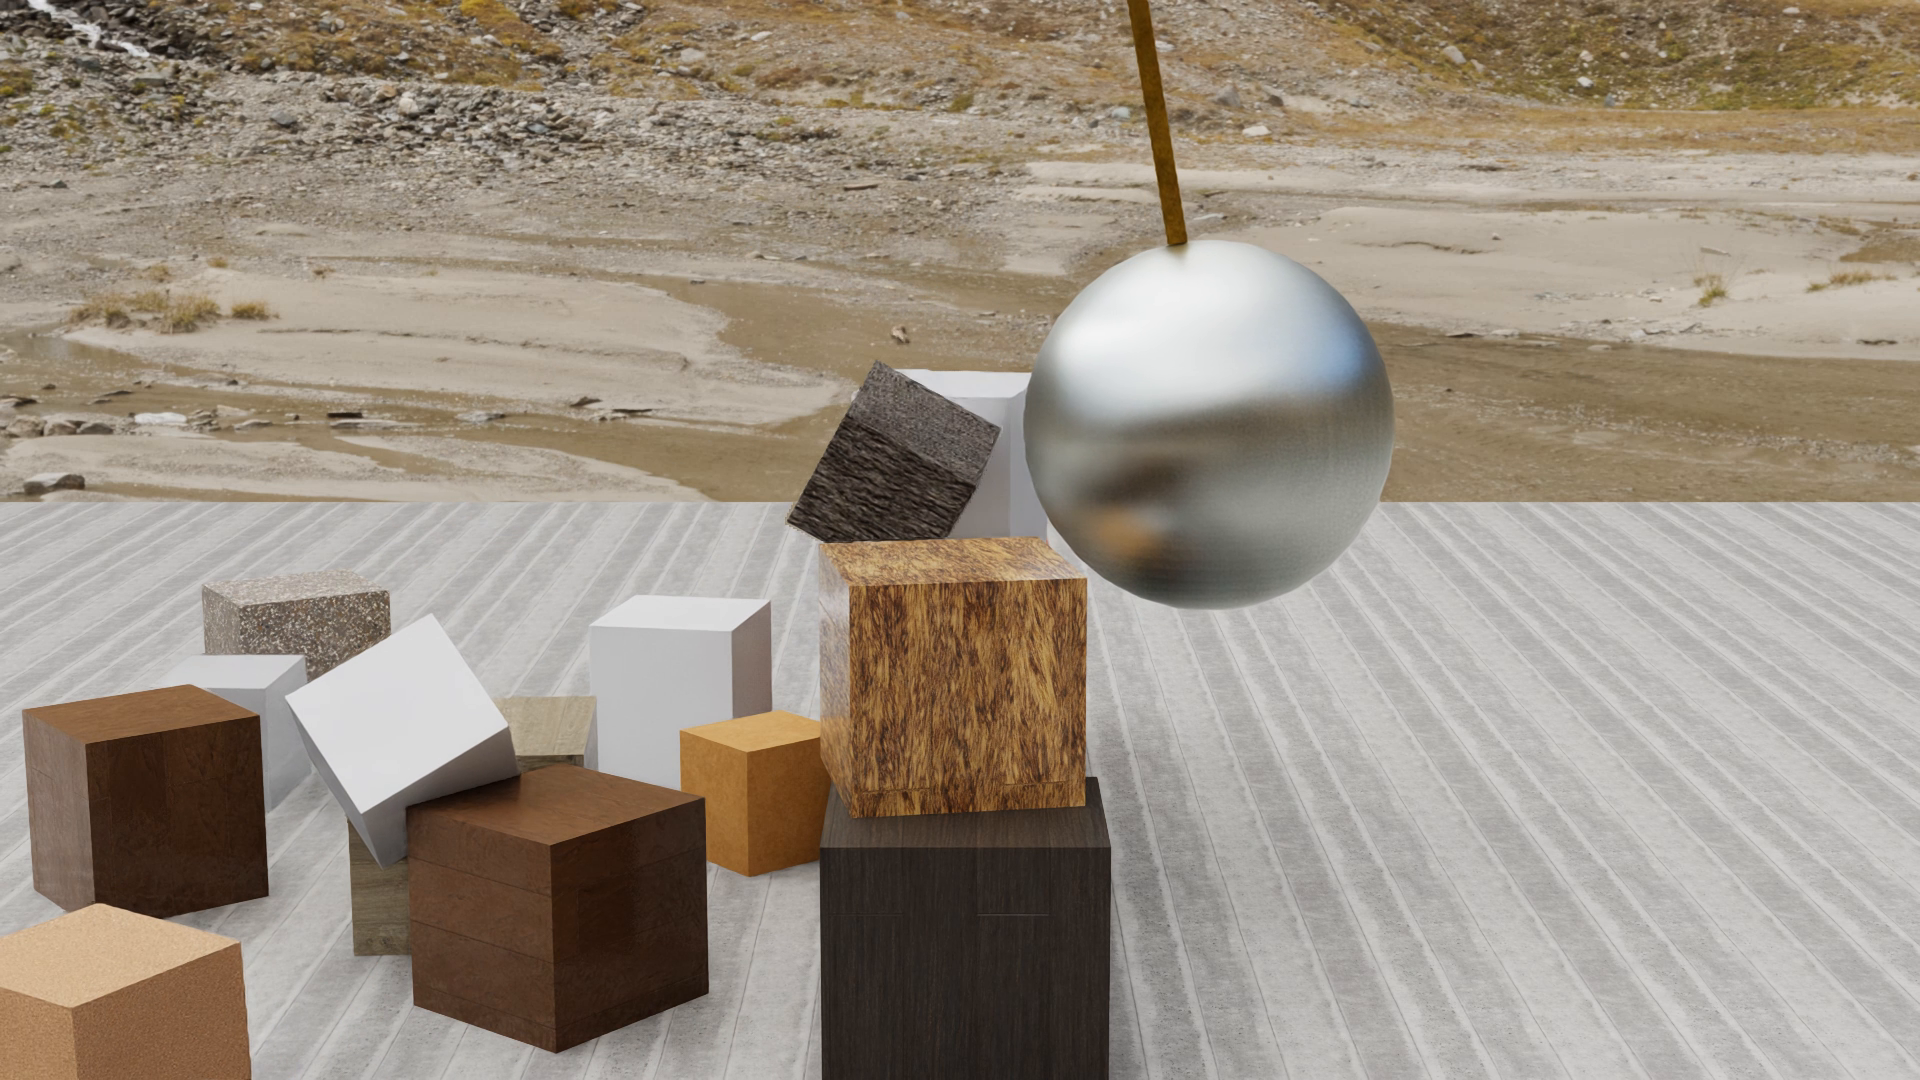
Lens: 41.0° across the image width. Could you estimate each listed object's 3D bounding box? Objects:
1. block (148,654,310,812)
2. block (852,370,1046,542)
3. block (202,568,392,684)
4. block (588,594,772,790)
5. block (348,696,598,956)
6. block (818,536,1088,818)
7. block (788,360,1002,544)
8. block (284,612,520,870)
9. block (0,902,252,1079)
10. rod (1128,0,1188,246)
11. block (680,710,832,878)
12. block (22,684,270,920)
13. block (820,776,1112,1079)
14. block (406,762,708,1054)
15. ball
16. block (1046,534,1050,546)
[{"bbox_3d":[-3.593,0.945,12.654,0.566,0.613,0.710,0,10,1],"label":"block"},{"bbox_3d":[-0.040,-0.337,12.955,0.797,0.917,0.920,3,11,13],"label":"block"},{"bbox_3d":[-3.616,0.625,14.014,0.815,0.756,0.714,-6,12,-31],"label":"block"},{"bbox_3d":[-1.403,0.771,13.020,0.725,0.825,0.768,2,10,10],"label":"block"},{"bbox_3d":[-2.018,1.180,10.793,0.940,0.817,0.988,-1,10,-5],"label":"block"},{"bbox_3d":[-0.043,0.481,9.413,0.844,0.829,0.837,-2,10,-10],"label":"block"},{"bbox_3d":[-0.304,-0.306,12.050,0.678,0.644,0.634,29,29,-3],"label":"block"},{"bbox_3d":[-2.140,0.783,9.924,0.631,0.568,0.605,-31,-21,-19],"label":"block"},{"bbox_3d":[-2.805,1.673,8.321,0.712,0.709,0.660,7,14,33],"label":"block"},{"bbox_3d":[0.464,-3.785,10.492,0.080,5.200,0.080,-10,10,2],"label":"rod"},{"bbox_3d":[-0.887,1.144,11.680,0.573,0.571,0.516,-9,13,-40],"label":"block"},{"bbox_3d":[-3.514,1.135,11.071,0.756,0.805,0.738,-8,13,-38],"label":"block"},{"bbox_3d":[0.018,1.416,9.184,0.986,0.928,0.886,0,10,0],"label":"block"},{"bbox_3d":[-1.529,1.378,9.789,0.794,0.786,0.794,8,13,38],"label":"block"},{"bbox_3d":[1.072,-0.494,11.091,1.600,1.600,1.600,0,10,0],"label":"ball"},{"bbox_3d":[-0.004,0.561,13.535,0.949,1.055,0.889,0,10,0],"label":"block"}]
